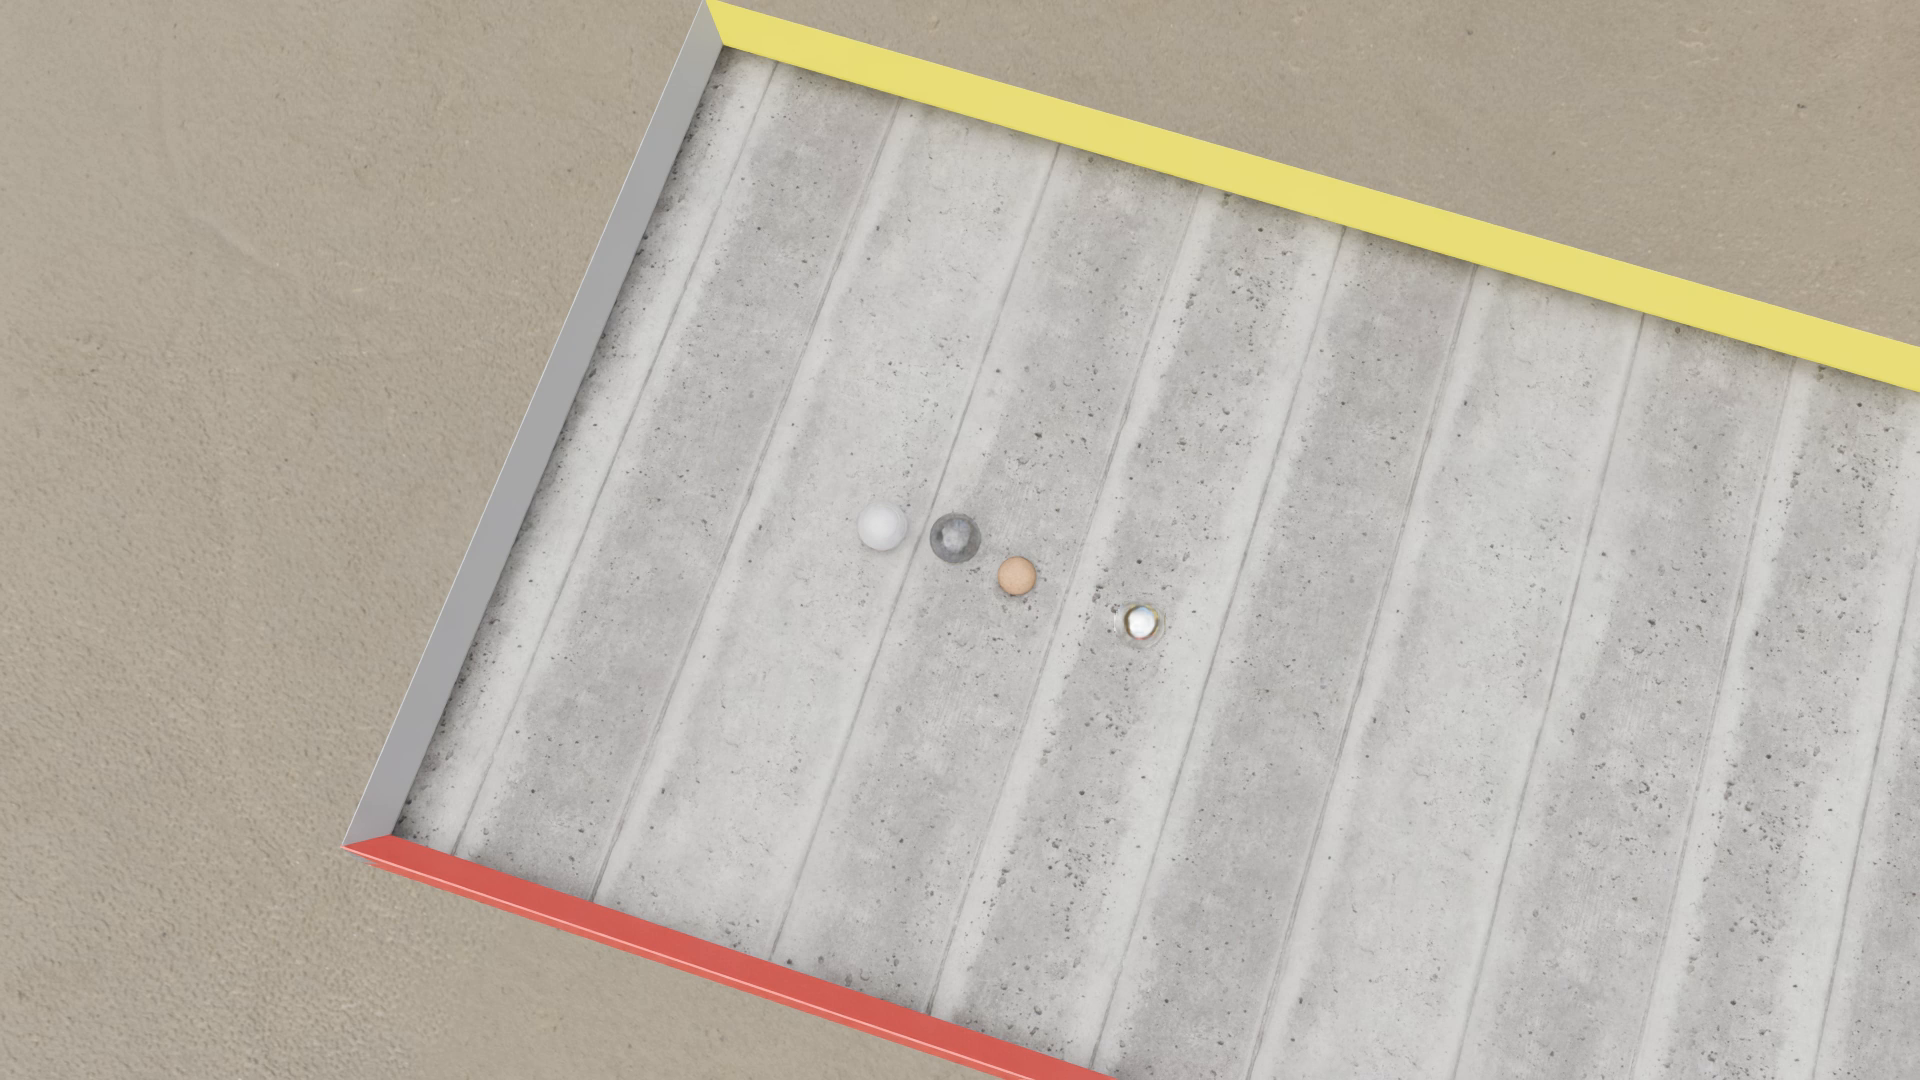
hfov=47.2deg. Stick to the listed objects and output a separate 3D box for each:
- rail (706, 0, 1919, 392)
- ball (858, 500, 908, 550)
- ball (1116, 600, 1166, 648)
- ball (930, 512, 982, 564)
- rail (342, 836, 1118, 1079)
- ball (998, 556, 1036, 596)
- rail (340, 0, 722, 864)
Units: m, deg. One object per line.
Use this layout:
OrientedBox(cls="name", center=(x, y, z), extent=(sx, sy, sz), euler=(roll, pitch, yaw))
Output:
OrientedBox(cls="rail", center=(0.893, -0.454, 3.564), extent=(2.797, 0.107, 0.045), euler=(17, 72, 6))
OrientedBox(cls="ball", center=(-0.121, -0.022, 3.429), extent=(0.077, 0.077, 0.077), euler=(0, 71, 0))
OrientedBox(cls="ball", center=(0.277, 0.130, 3.377), extent=(0.075, 0.075, 0.075), euler=(0, 71, 0))
OrientedBox(cls="ball", center=(-0.007, -0.002, 3.420), extent=(0.082, 0.082, 0.082), euler=(0, 71, 0))
OrientedBox(cls="rail", center=(0.435, 0.857, 3.106), extent=(2.797, 0.107, 0.045), euler=(17, 72, 6))
OrientedBox(cls="ball", center=(0.088, 0.056, 3.411), extent=(0.061, 0.061, 0.061), euler=(0, 71, 0))
OrientedBox(cls="rail", center=(-0.642, -0.206, 3.477), extent=(0.045, 0.107, 1.509), euler=(17, 72, 6))
